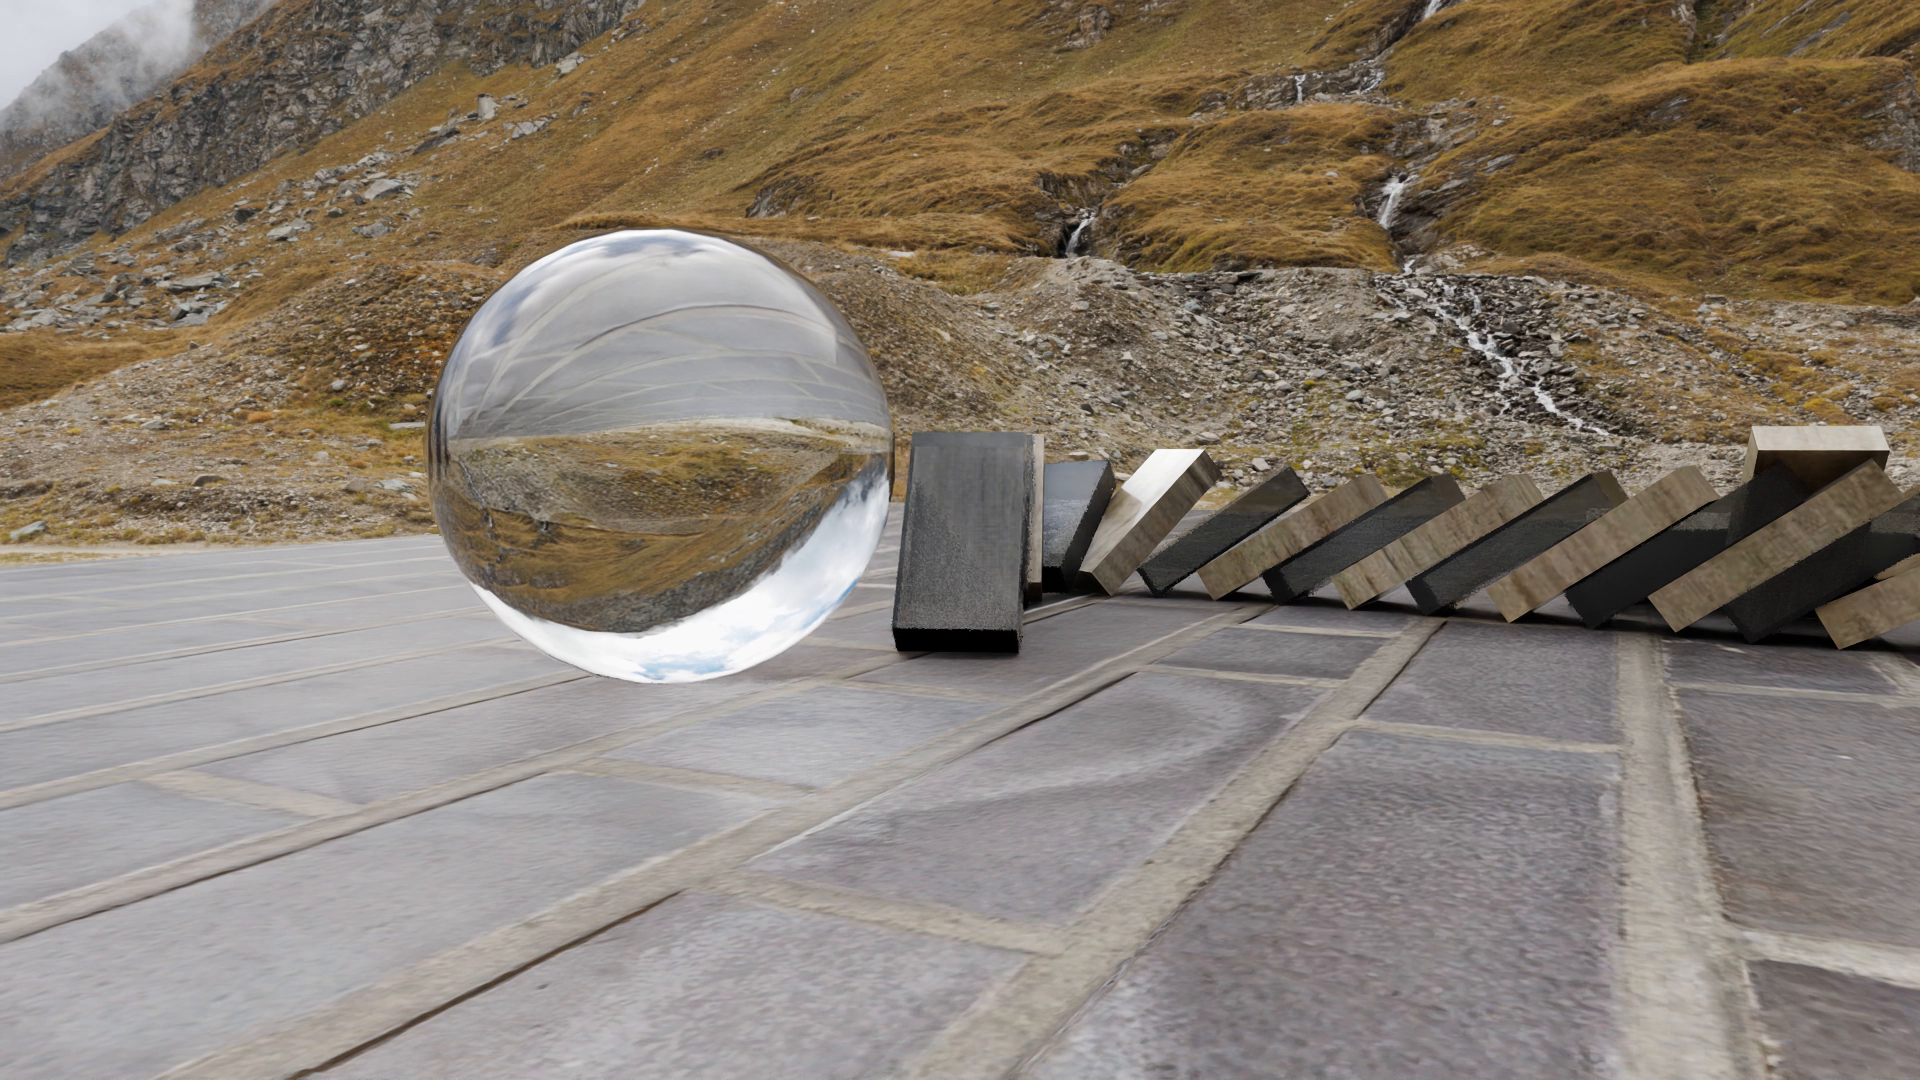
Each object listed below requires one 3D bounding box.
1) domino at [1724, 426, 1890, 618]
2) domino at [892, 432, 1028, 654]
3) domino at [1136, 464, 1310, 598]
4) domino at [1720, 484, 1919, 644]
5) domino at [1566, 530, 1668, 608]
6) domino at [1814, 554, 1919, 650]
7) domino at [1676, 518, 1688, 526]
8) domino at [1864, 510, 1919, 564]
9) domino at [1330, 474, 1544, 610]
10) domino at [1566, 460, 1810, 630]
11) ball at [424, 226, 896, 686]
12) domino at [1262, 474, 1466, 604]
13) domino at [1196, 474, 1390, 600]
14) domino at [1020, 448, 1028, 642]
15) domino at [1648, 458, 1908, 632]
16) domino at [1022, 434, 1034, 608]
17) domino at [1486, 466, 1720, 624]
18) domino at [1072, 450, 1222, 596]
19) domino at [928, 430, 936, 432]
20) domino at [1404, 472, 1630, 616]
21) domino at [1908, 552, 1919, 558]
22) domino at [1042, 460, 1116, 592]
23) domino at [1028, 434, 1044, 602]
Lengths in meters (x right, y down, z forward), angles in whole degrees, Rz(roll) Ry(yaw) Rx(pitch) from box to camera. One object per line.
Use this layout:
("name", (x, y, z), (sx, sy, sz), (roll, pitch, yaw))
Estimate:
("domino", (0.199, -0.003, 0.304), (0.025, 0.050, 0.009), (2, 39, 21))
("domino", (0.001, 0.000, 0.272), (0.025, 0.050, 0.009), (0, -34, 6))
("domino", (0.074, -0.003, 0.361), (0.050, 0.010, 0.025), (-35, -3, 12))
("domino", (0.189, 0.003, 0.272), (0.050, 0.009, 0.025), (-41, -18, 28))
("domino", (0.186, 0.007, 0.333), (0.050, 0.009, 0.025), (-1, -29, -15))
("domino", (0.205, 0.006, 0.264), (0.050, 0.010, 0.025), (-32, -14, 31))
("domino", (0.205, 0.004, 0.357), (0.050, 0.025, 0.010), (3, 50, 38))
("domino", (0.268, 0.005, 0.346), (0.025, 0.010, 0.050), (41, 10, 5))
("domino", (0.122, 0.001, 0.327), (0.050, 0.010, 0.025), (-36, -16, 31))
("domino", (0.165, 0.001, 0.292), (0.050, 0.010, 0.025), (-42, -19, 32))
("ball", (-0.051, -0.015, 0.227), (0.080, 0.080, 0.080), (0, 4, 0))
("domino", (0.107, 0.000, 0.338), (0.050, 0.010, 0.025), (-35, -15, 30))
("domino", (0.091, -0.001, 0.350), (0.050, 0.009, 0.025), (-33, -10, 24))
("domino", (0.002, -0.001, 0.284), (0.025, 0.050, 0.010), (0, -34, 6))
("domino", (0.178, 0.001, 0.281), (0.050, 0.010, 0.025), (-41, -18, 30))
("domino", (0.006, -0.006, 0.345), (0.025, 0.050, 0.010), (0, -34, 6))
("domino", (0.152, 0.001, 0.303), (0.050, 0.010, 0.025), (-41, -20, 31))
("domino", (0.051, -0.006, 0.374), (0.050, 0.009, 0.025), (-46, 20, -14))
("domino", (0.002, -0.004, 0.321), (0.025, 0.050, 0.010), (2, -34, 7))
("domino", (0.137, 0.001, 0.315), (0.050, 0.010, 0.025), (-38, -18, 32))
("domino", (0.239, 0.006, 0.356), (0.025, 0.009, 0.050), (30, -12, -31))
("domino", (0.026, -0.004, 0.375), (0.025, 0.009, 0.050), (-2, 38, 28))
("domino", (0.011, -0.007, 0.357), (0.025, 0.050, 0.010), (0, -34, 6))
